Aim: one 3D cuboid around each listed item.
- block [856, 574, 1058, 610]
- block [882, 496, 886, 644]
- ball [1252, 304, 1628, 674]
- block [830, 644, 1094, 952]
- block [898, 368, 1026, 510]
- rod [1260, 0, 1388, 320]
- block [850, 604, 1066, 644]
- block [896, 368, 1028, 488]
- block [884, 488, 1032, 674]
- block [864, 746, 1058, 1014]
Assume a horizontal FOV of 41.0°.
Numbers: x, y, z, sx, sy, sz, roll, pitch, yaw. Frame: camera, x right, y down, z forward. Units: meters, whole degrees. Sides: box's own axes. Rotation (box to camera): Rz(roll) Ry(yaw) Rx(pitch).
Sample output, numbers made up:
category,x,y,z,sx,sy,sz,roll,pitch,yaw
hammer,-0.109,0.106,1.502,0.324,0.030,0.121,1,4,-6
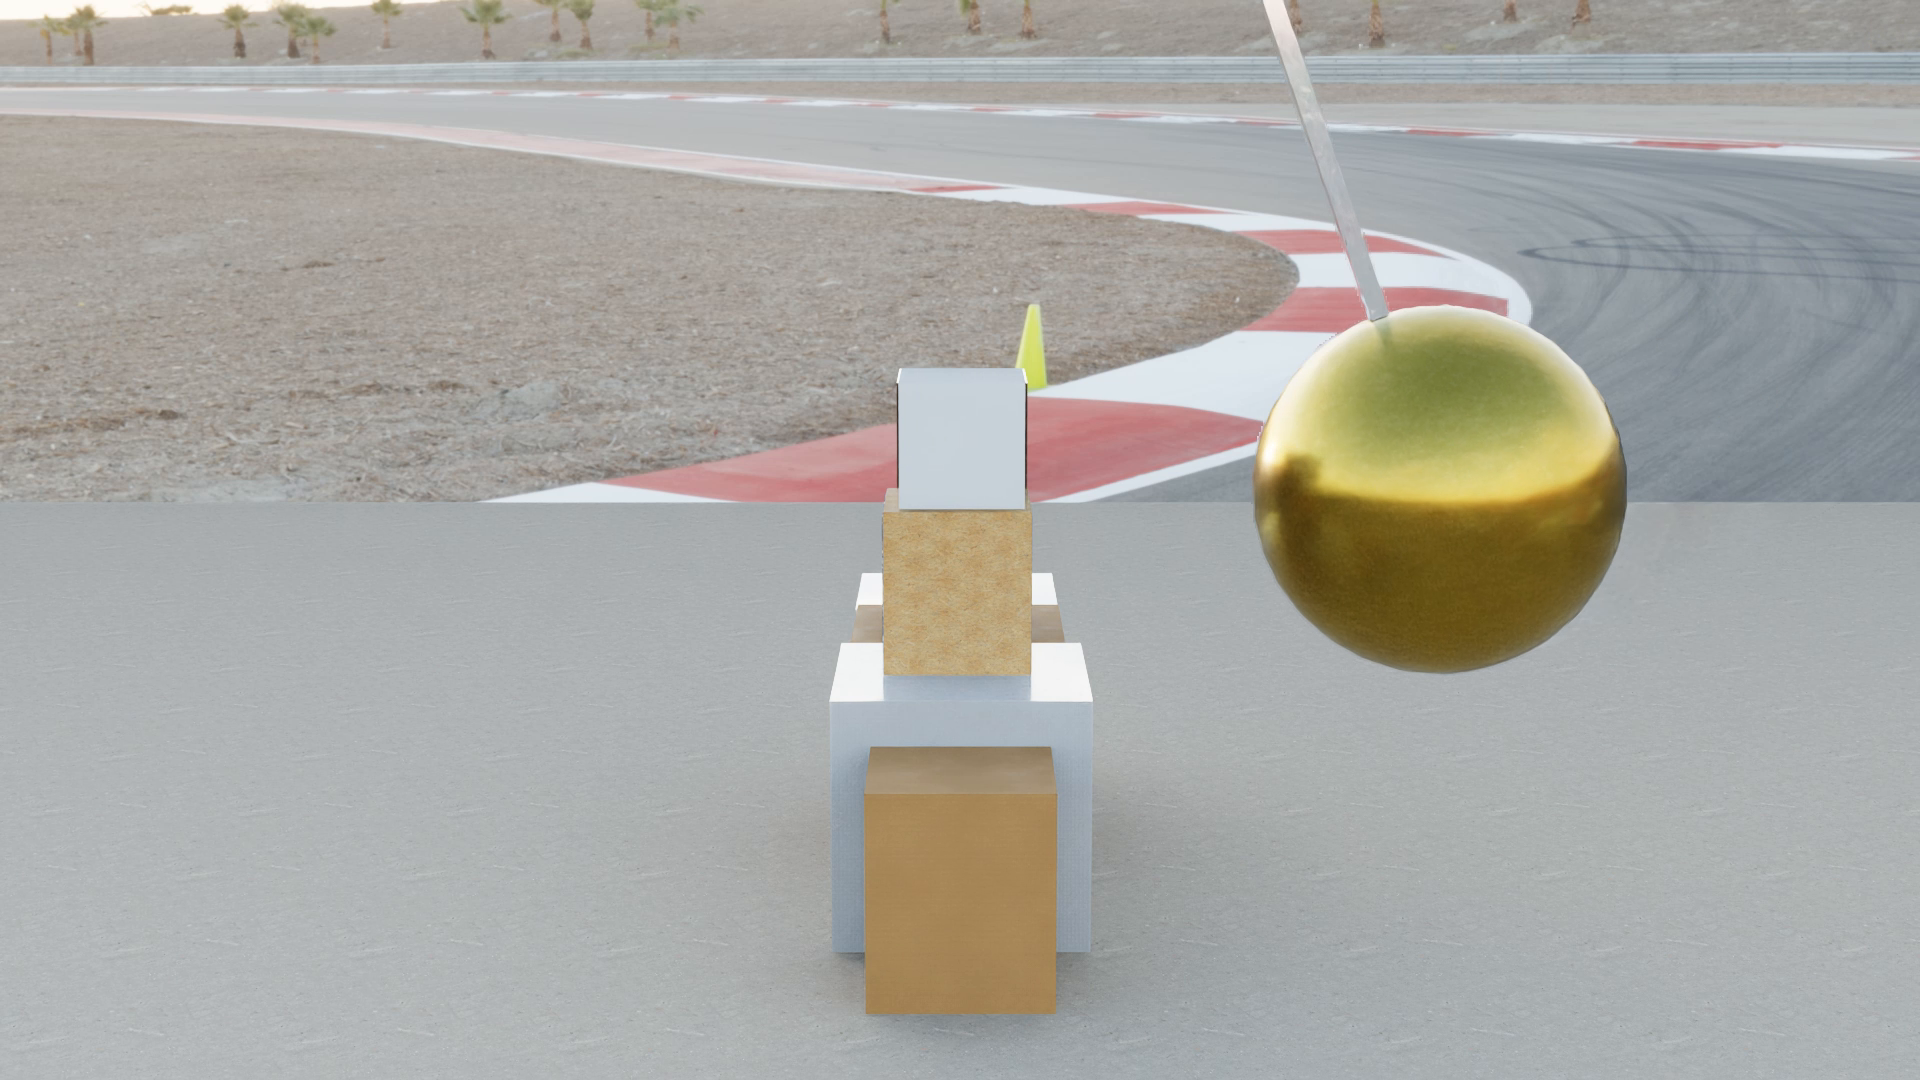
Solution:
category,x,y,z,sx,sy,sz,roll,pitch,yaw
block,-0.015,0.743,12.667,0.960,1.005,0.884,0,10,0
block,-0.013,0.122,11.526,0.657,0.574,0.615,0,10,0
ball,2.074,-0.218,11.141,1.600,1.600,1.600,0,10,0
block,0.005,1.060,10.815,1.048,1.045,1.060,0,10,0
block,0.008,-0.433,10.824,0.520,0.524,0.536,0,10,0
rod,0.899,-3.357,10.570,0.080,5.200,0.080,-20,10,4
block,-0.009,0.891,11.784,0.947,1.031,0.887,0,10,0
block,0.009,-0.439,11.378,0.564,0.582,0.536,0,10,0
block,-0.010,0.168,10.893,0.611,0.683,0.626,0,10,0
block,0.003,1.308,9.964,0.719,0.861,0.683,0,10,0
